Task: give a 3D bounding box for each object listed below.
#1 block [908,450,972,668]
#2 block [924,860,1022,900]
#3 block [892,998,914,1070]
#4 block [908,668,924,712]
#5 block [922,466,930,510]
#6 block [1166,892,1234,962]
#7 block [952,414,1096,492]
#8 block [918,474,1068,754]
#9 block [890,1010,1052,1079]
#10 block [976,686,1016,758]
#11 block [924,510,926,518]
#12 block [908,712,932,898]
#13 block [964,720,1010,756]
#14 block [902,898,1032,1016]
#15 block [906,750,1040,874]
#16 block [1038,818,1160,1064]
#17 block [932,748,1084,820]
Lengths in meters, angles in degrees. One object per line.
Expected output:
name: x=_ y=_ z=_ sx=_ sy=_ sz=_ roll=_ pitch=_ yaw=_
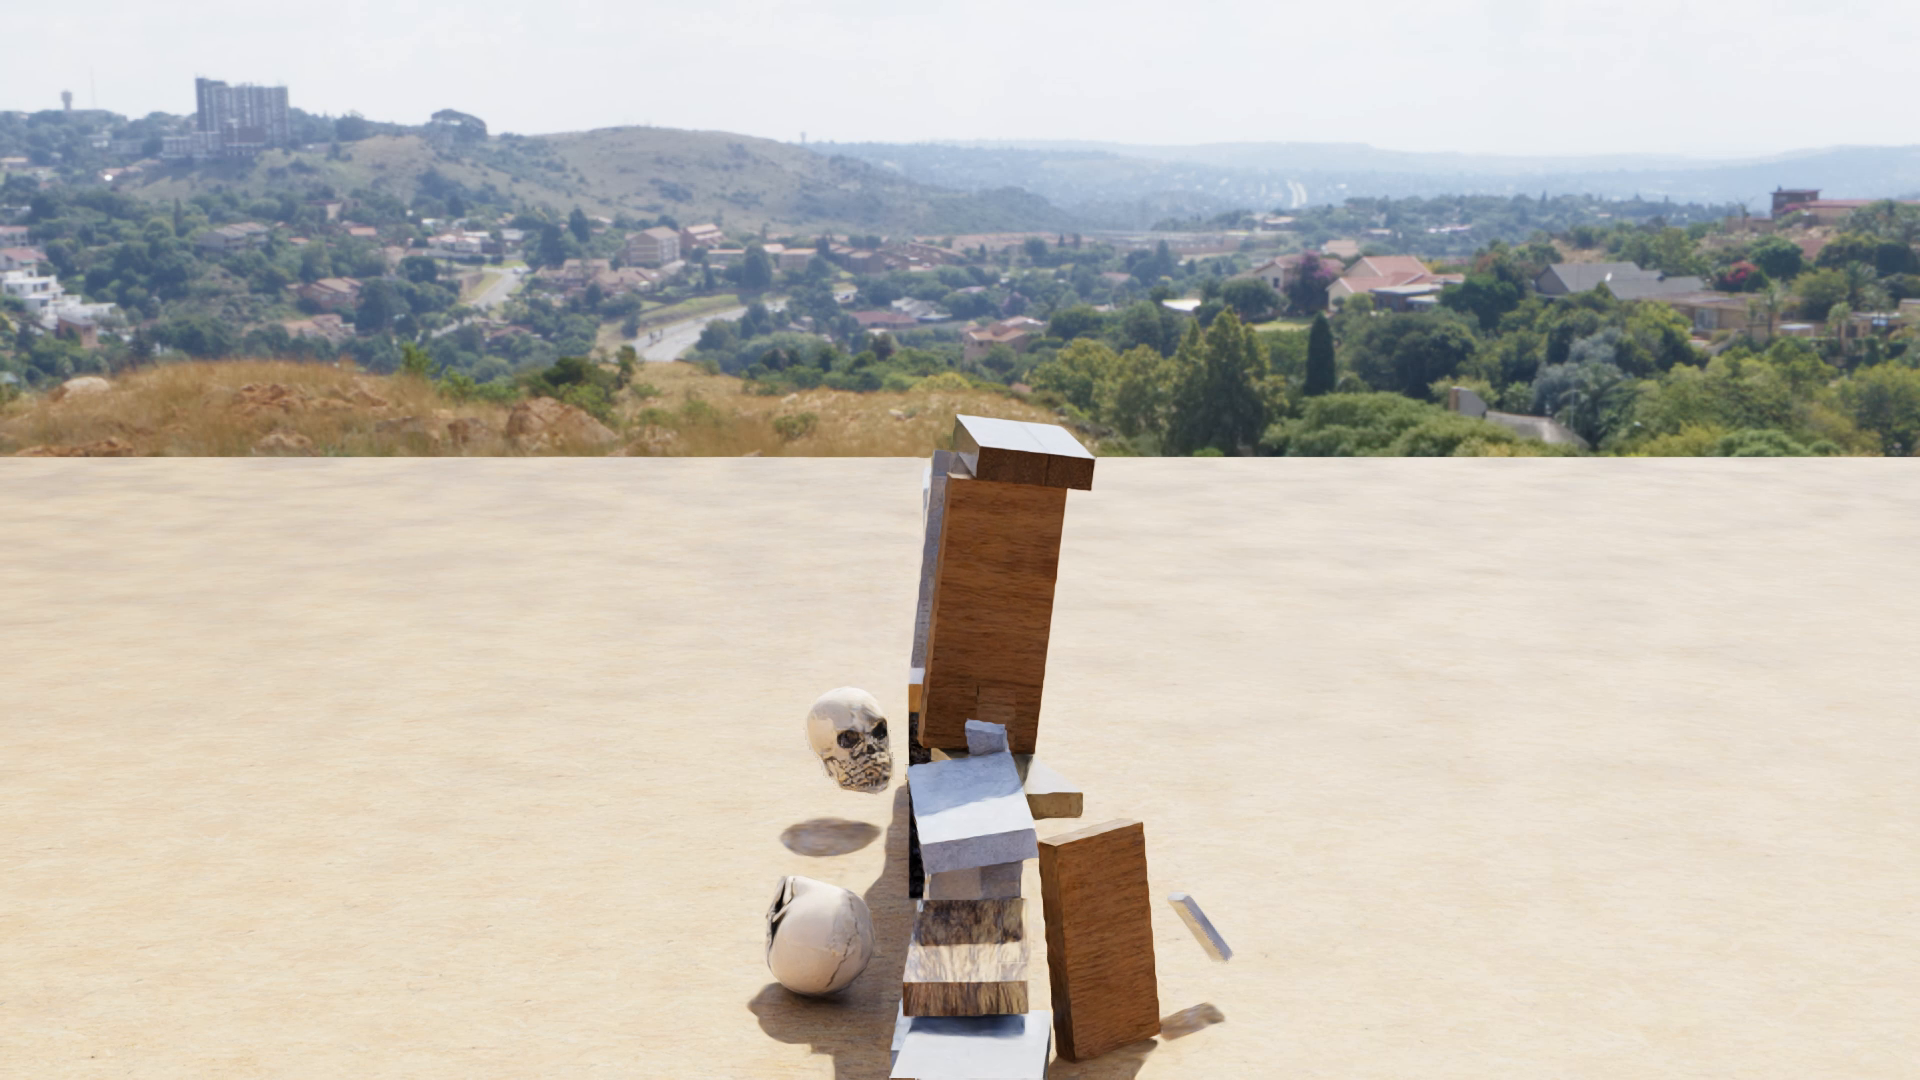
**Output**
block: x=0.025 y=0.039 z=3.567 sx=0.176 sy=0.352 sz=0.050 roll=6 pitch=1 yaw=-5
block: x=0.018 y=0.532 z=3.206 sx=0.136 sy=0.273 sz=0.039 roll=1 pitch=5 yaw=-13
block: x=0.000 y=0.665 z=2.920 sx=0.169 sy=0.048 sz=0.338 roll=0 pitch=-1 yaw=0
block: x=0.000 y=0.225 z=3.711 sx=0.164 sy=0.046 sz=0.328 roll=0 pitch=11 yaw=1
block: x=-0.001 y=-0.091 z=3.822 sx=0.125 sy=0.035 sz=0.250 roll=0 pitch=11 yaw=0
block: x=0.351 y=0.565 z=3.215 sx=0.016 sy=0.113 sz=0.057 roll=-39 pitch=7 yaw=-18
block: x=0.095 y=-0.140 z=3.458 sx=0.176 sy=0.050 sz=0.352 roll=6 pitch=10 yaw=-7
block: x=0.048 y=0.114 z=3.344 sx=0.176 sy=0.415 sz=0.050 roll=5 pitch=9 yaw=-11
block: x=0.018 y=0.622 z=2.618 sx=0.169 sy=0.048 sz=0.337 roll=2 pitch=2 yaw=4
block: x=0.053 y=0.278 z=3.294 sx=0.057 sy=0.113 sz=0.016 roll=3 pitch=-9 yaw=-5
block: x=0.001 y=0.064 z=3.765 sx=0.125 sy=0.250 sz=0.035 roll=0 pitch=11 yaw=0
block: x=-0.002 y=0.429 z=3.639 sx=0.164 sy=0.328 sz=0.046 roll=0 pitch=11 yaw=0
block: x=0.042 y=0.302 z=3.203 sx=0.057 sy=0.113 sz=0.016 roll=9 pitch=55 yaw=14
block: x=0.013 y=0.533 z=2.827 sx=0.152 sy=0.043 sz=0.304 roll=-2 pitch=10 yaw=3
block: x=0.013 y=0.372 z=3.030 sx=0.152 sy=0.043 sz=0.304 roll=-8 pitch=14 yaw=-3
block: x=0.193 y=0.550 z=3.031 sx=0.152 sy=0.304 sz=0.043 roll=-10 pitch=8 yaw=-35
block: x=0.067 y=0.358 z=3.286 sx=0.136 sy=0.039 sz=0.273 roll=1 pitch=10 yaw=-21
